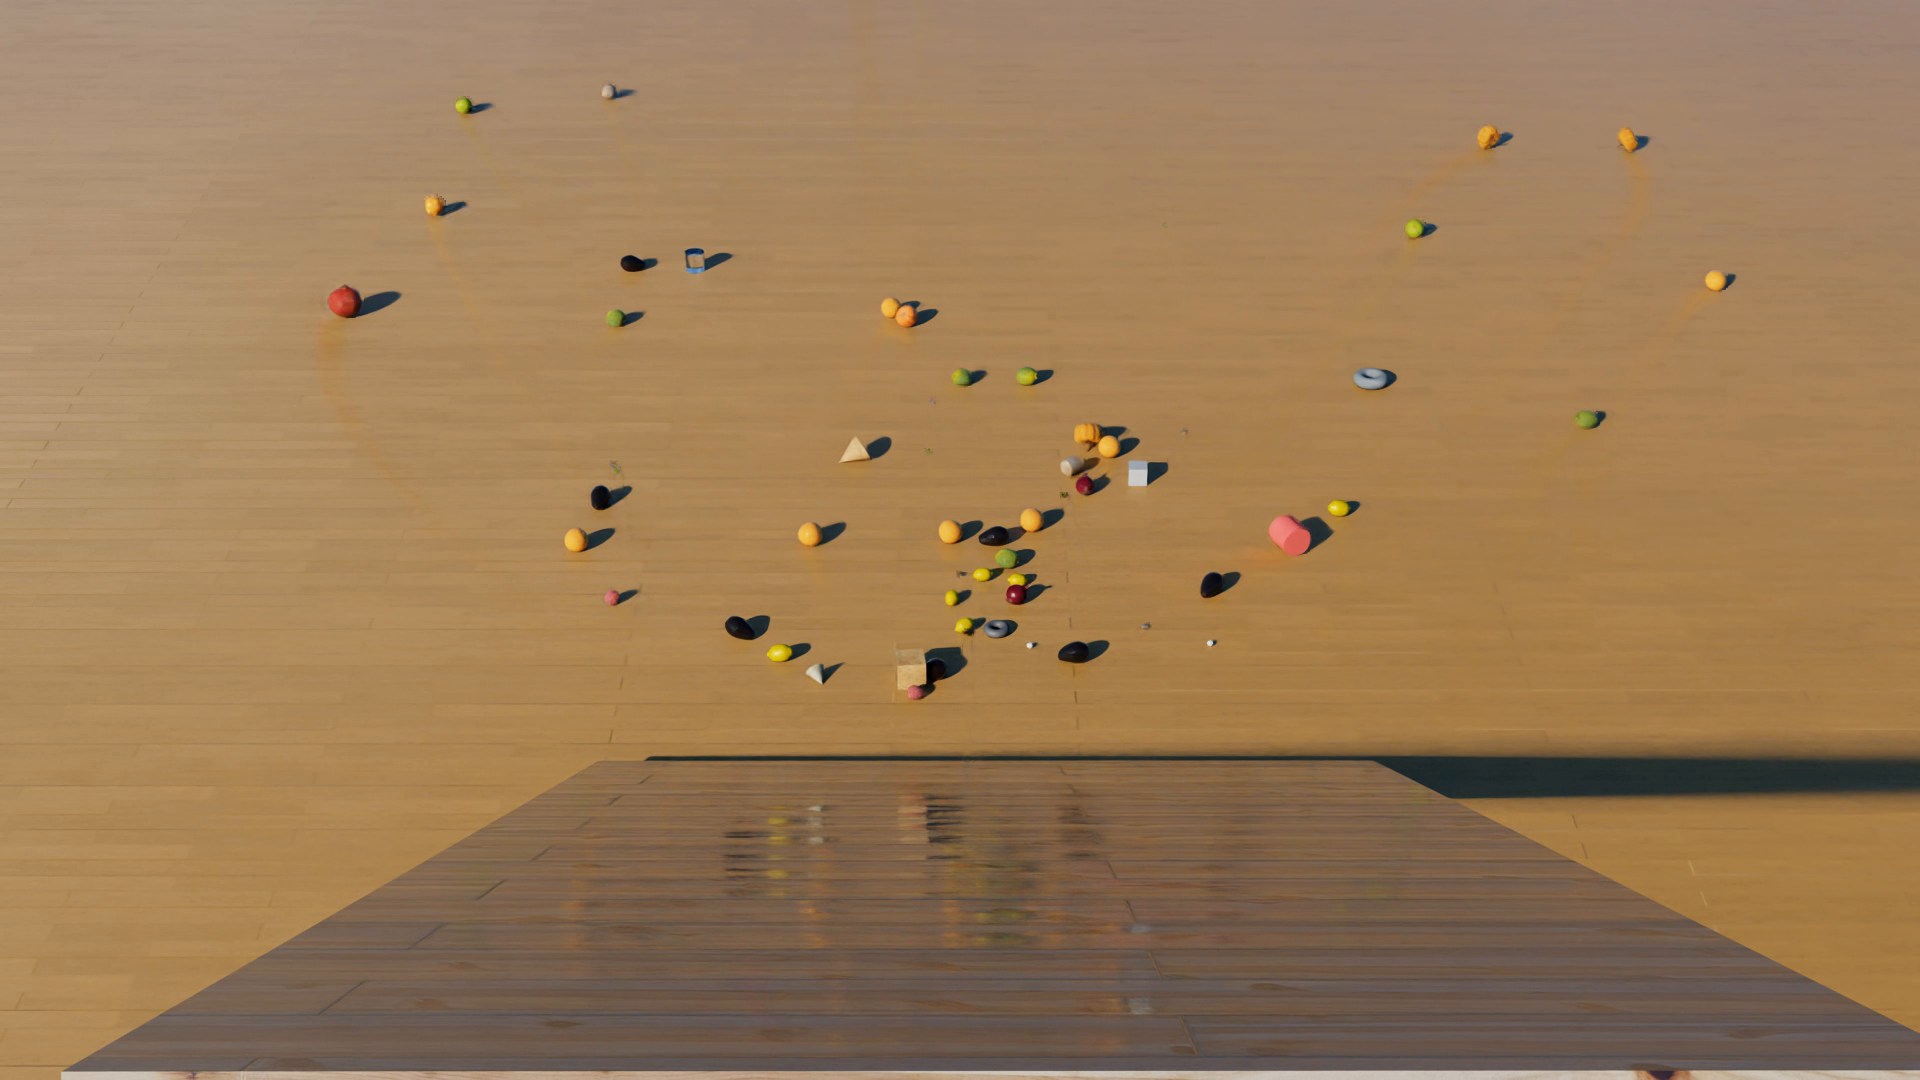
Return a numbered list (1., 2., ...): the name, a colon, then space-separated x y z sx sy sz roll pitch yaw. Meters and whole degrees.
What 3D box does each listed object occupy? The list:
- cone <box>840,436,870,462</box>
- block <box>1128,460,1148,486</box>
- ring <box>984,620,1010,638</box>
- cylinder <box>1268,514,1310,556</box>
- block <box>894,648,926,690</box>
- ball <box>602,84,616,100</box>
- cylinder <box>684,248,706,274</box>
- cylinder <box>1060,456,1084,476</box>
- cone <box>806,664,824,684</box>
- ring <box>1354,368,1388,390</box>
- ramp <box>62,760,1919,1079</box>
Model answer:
1. cone: -0.348 -0.270 8.217 0.091 0.091 0.091 -35 38 -4
2. block: 0.556 -0.209 8.098 0.057 0.057 0.057 1 31 2
3. ring: 0.104 0.253 7.355 0.075 0.025 0.075 -1 31 1
4. cylinder: 0.984 -0.013 7.736 0.092 0.092 0.092 -12 33 -20
5. block: -0.137 0.355 7.129 0.079 0.079 0.079 -4 31 -6
6. ball: -1.480 -1.890 10.915 0.065 0.065 0.065 0 31 0
7. cylinder: -0.967 -1.018 9.446 0.070 0.070 0.070 0 31 0
8. cylinder: 0.354 -0.233 8.144 0.052 0.052 0.052 -24 38 -35
9. cone: -0.389 0.379 7.144 0.053 0.053 0.053 -15 61 -24
10. ring: 1.376 -0.540 8.673 0.118 0.039 0.118 -1 30 1
11. ramp: 0.069 0.610 4.679 2.000 0.100 4.000 0 0 0
